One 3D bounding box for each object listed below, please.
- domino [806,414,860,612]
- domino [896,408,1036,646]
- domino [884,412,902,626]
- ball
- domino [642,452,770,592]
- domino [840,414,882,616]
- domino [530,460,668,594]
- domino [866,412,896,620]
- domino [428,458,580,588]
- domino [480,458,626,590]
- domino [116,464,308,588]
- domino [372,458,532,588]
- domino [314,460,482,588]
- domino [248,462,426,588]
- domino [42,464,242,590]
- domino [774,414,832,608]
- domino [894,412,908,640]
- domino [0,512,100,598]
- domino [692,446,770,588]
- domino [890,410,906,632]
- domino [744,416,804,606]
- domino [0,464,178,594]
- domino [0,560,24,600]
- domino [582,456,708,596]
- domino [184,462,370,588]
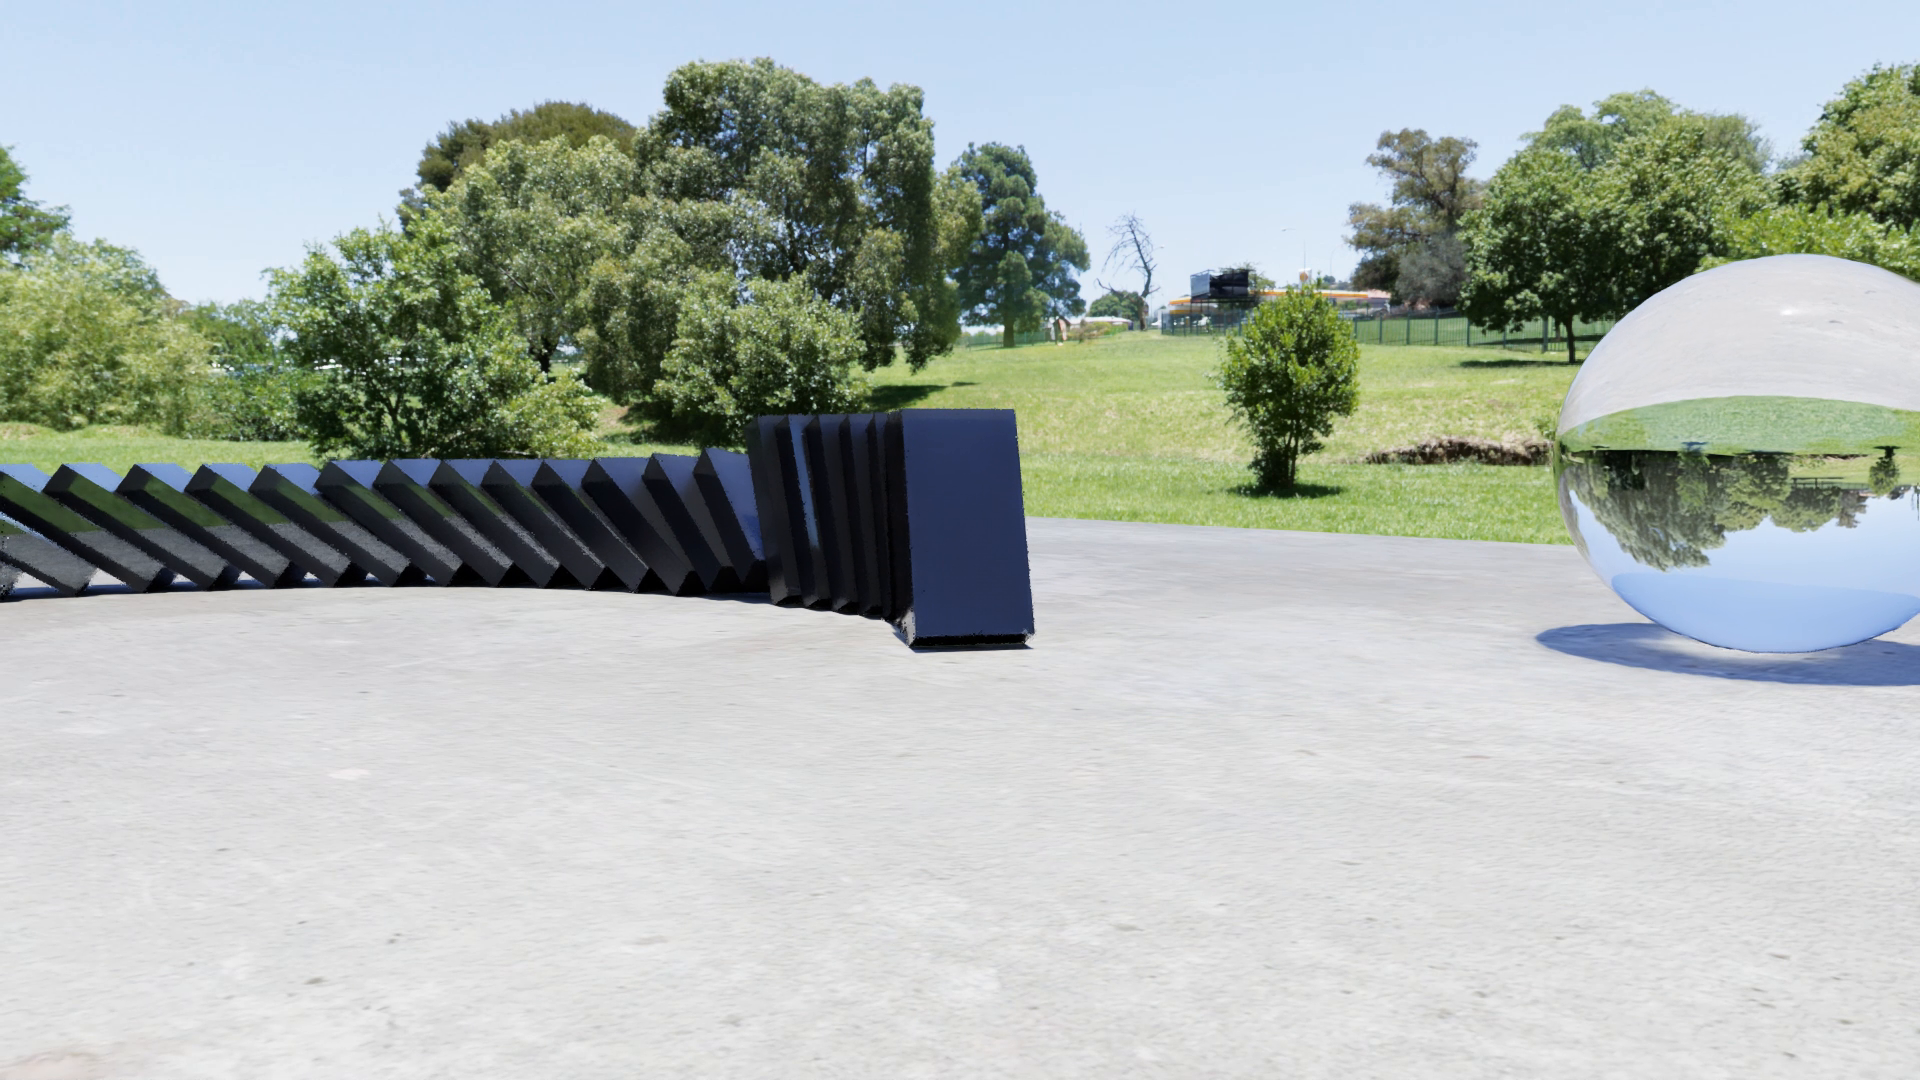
[{"bbox_3d":[-0.023,-0.007,0.333,0.025,0.050,0.010,-2,-16,-29],"label":"domino"},{"bbox_3d":[0.001,-0.003,0.274,0.025,0.050,0.009,-1,-17,-11],"label":"domino"},{"bbox_3d":[-0.004,-0.005,0.305,0.025,0.050,0.009,-1,-17,-11],"label":"domino"},{"bbox_3d":[0.164,-0.017,0.260,0.080,0.080,0.080,0,4,0],"label":"ball"},{"bbox_3d":[-0.070,-0.005,0.371,0.025,0.009,0.050,2,39,-43],"label":"domino"},{"bbox_3d":[-0.015,-0.007,0.324,0.025,0.050,0.009,-2,-16,-21],"label":"domino"},{"bbox_3d":[-0.102,-0.005,0.382,0.050,0.010,0.025,42,21,19],"label":"domino"},{"bbox_3d":[-0.008,-0.006,0.315,0.025,0.050,0.010,-1,-16,-16],"label":"domino"},{"bbox_3d":[-0.135,-0.006,0.391,0.050,0.010,0.025,39,14,11],"label":"domino"},{"bbox_3d":[-0.118,-0.005,0.388,0.050,0.009,0.025,40,18,15],"label":"domino"},{"bbox_3d":[-0.221,-0.005,0.383,0.050,0.010,0.025,35,-2,-9],"label":"domino"},{"bbox_3d":[-0.151,-0.006,0.393,0.050,0.009,0.025,38,10,6],"label":"domino"},{"bbox_3d":[-0.169,-0.006,0.393,0.050,0.009,0.025,37,6,1],"label":"domino"},{"bbox_3d":[-0.187,-0.005,0.391,0.050,0.009,0.025,35,3,-4],"label":"domino"},{"bbox_3d":[-0.237,-0.004,0.377,0.050,0.009,0.025,35,-5,-13],"label":"domino"},{"bbox_3d":[-0.032,-0.008,0.340,0.025,0.050,0.009,-3,-16,-32],"label":"domino"},{"bbox_3d":[0.000,-0.004,0.285,0.025,0.050,0.009,-1,-17,-11],"label":"domino"},{"bbox_3d":[-0.267,-0.002,0.356,0.050,0.009,0.025,37,-13,-25],"label":"domino"},{"bbox_3d":[-0.056,-0.006,0.365,0.025,0.009,0.050,9,35,-37],"label":"domino"},{"bbox_3d":[-0.002,-0.005,0.295,0.025,0.050,0.009,-1,-17,-11],"label":"domino"},{"bbox_3d":[-0.041,-0.009,0.347,0.025,0.050,0.009,-3,-16,-33],"label":"domino"},{"bbox_3d":[-0.253,-0.004,0.370,0.050,0.010,0.025,36,-6,-15],"label":"domino"},{"bbox_3d":[-0.280,0.000,0.343,0.050,0.009,0.025,34,-14,-28],"label":"domino"},{"bbox_3d":[-0.086,-0.005,0.376,0.050,0.009,0.025,45,27,24],"label":"domino"},{"bbox_3d":[-0.204,-0.005,0.388,0.050,0.009,0.025,35,1,-6],"label":"domino"}]
